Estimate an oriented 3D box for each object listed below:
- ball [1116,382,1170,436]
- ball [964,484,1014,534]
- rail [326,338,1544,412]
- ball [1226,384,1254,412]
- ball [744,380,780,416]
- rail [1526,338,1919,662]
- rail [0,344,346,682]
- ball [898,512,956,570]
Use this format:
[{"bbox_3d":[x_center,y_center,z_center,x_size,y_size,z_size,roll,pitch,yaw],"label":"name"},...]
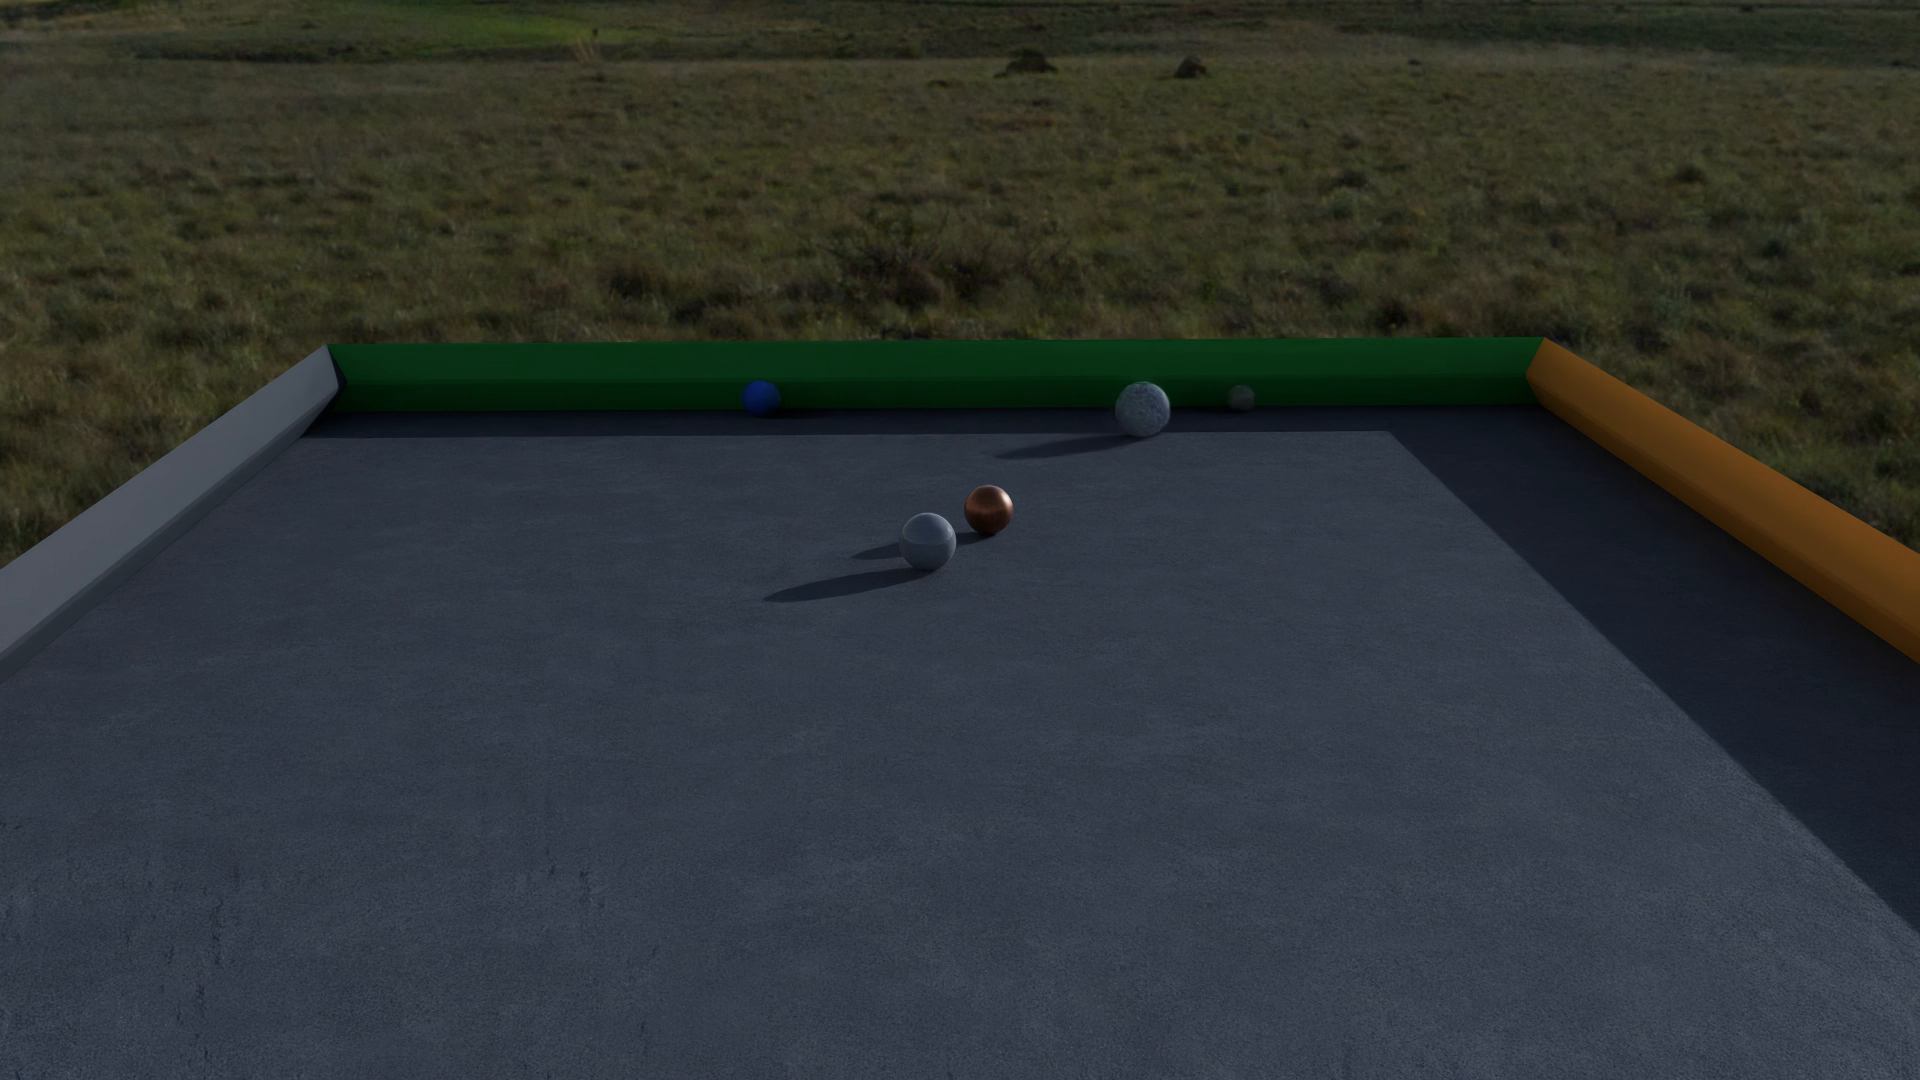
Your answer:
[{"bbox_3d":[0.311,-0.223,3.740,0.094,0.094,0.094,0,15,0],"label":"ball"},{"bbox_3d":[0.040,-0.043,3.110,0.070,0.070,0.070,0,15,0],"label":"ball"},{"bbox_3d":[-0.034,-0.294,3.948,2.196,0.122,0.045,0,15,-2],"label":"rail"},{"bbox_3d":[0.502,-0.253,3.938,0.051,0.051,0.051,0,15,0],"label":"ball"},{"bbox_3d":[-0.351,-0.251,3.903,0.065,0.065,0.065,0,15,0],"label":"ball"},{"bbox_3d":[1.109,0.242,1.935,0.045,0.122,4.287,0,15,-2],"label":"rail"},{"bbox_3d":[-1.039,0.260,1.867,0.045,0.122,4.287,0,15,-2],"label":"rail"},{"bbox_3d":[-0.043,0.002,2.926,0.077,0.077,0.077,0,15,0],"label":"ball"}]
